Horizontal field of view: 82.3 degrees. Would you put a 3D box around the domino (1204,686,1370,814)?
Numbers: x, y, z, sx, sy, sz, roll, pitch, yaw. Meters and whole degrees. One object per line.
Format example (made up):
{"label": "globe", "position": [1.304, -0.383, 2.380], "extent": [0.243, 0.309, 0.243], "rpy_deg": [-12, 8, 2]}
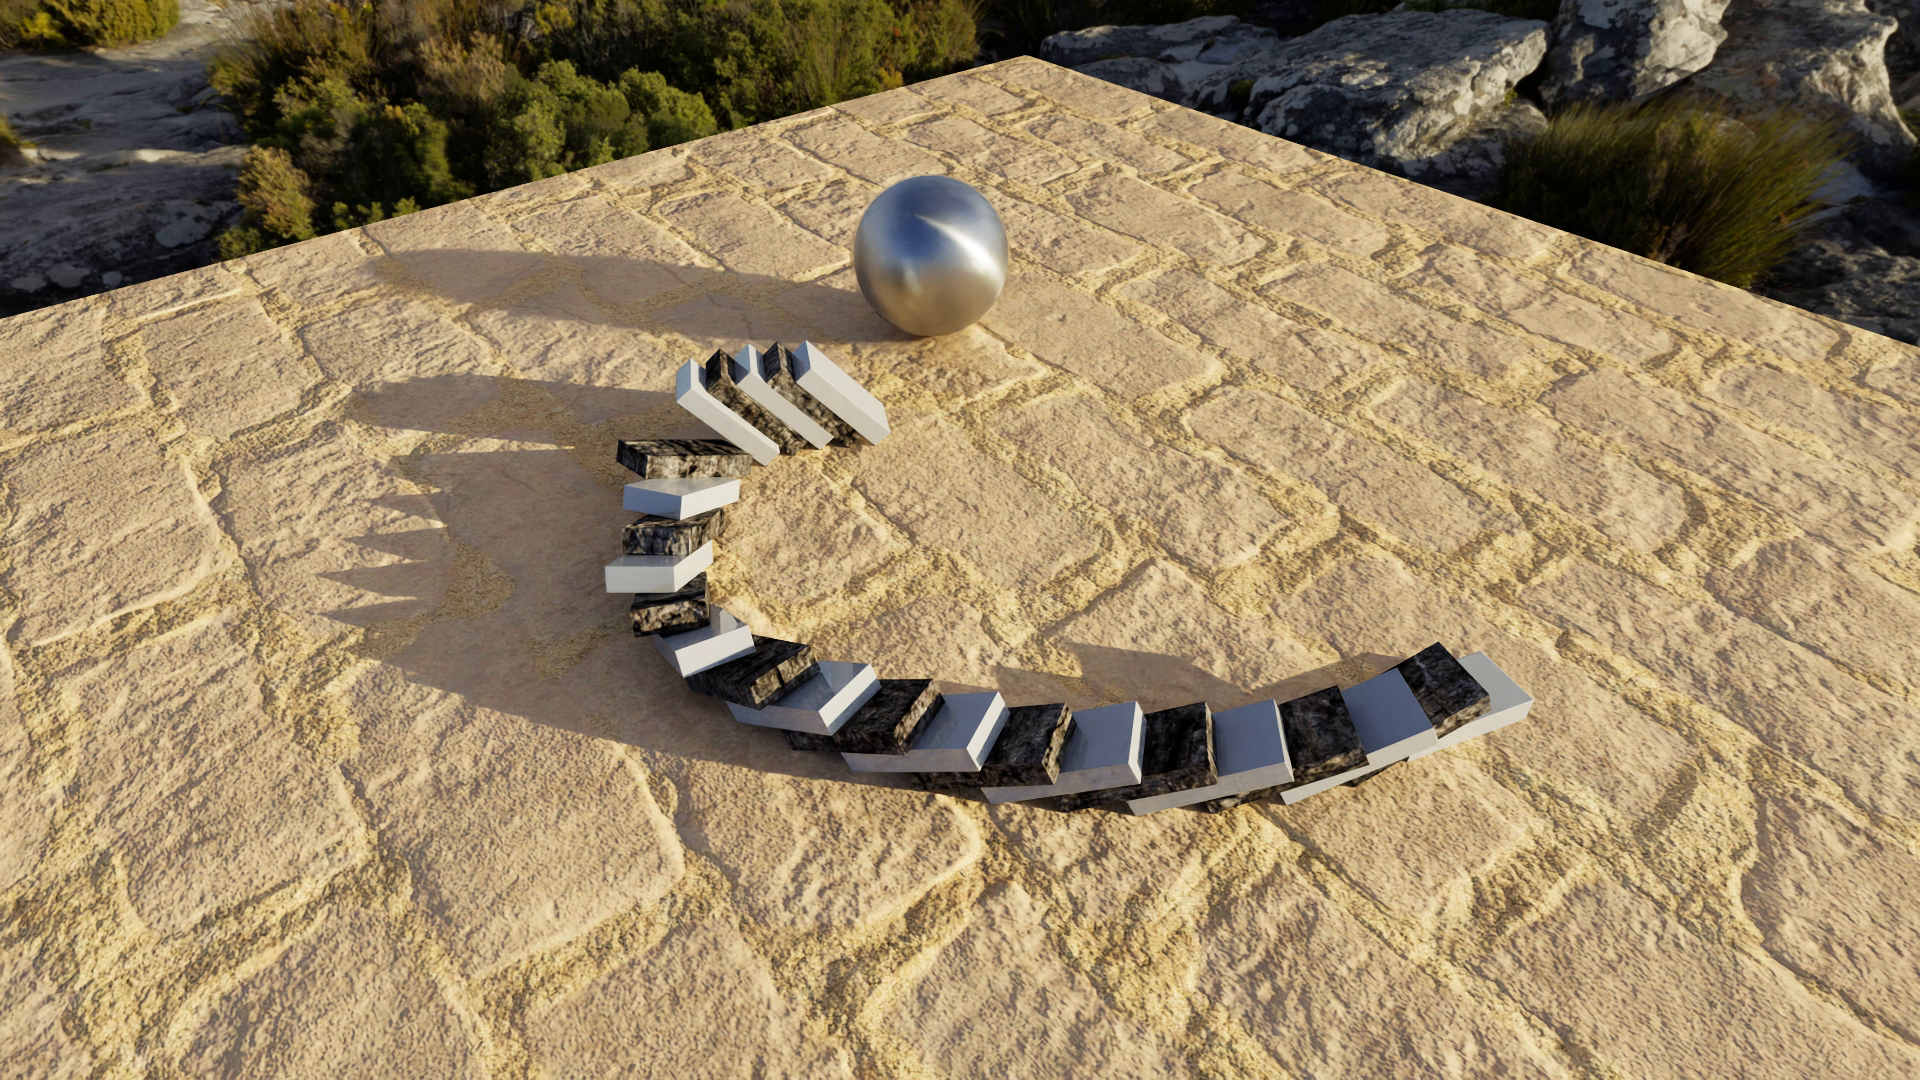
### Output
{"label": "domino", "position": [0.099, 0.066, 0.346], "extent": [0.050, 0.010, 0.025], "rpy_deg": [-22, 37, 15]}

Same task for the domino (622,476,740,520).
{"label": "domino", "position": [-0.113, -0.019, 0.449], "extent": [0.025, 0.010, 0.050], "rpy_deg": [11, 13, 13]}

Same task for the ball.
{"label": "ball", "position": [-0.015, -0.145, 0.565], "extent": [0.080, 0.080, 0.080], "rpy_deg": [0, 39, 0]}

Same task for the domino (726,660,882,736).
{"label": "domino", "position": [-0.052, 0.051, 0.364], "extent": [0.050, 0.009, 0.025], "rpy_deg": [-2, 29, 44]}

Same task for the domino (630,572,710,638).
{"label": "domino", "position": [-0.104, 0.023, 0.398], "extent": [0.025, 0.010, 0.050], "rpy_deg": [-9, 11, -11]}

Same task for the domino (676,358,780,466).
{"label": "domino", "position": [-0.102, -0.056, 0.485], "extent": [0.010, 0.050, 0.025], "rpy_deg": [-39, 37, 18]}

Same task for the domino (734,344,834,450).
{"label": "domino", "position": [-0.079, -0.064, 0.495], "extent": [0.009, 0.050, 0.025], "rpy_deg": [-39, 37, 18]}

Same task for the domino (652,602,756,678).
{"label": "domino", "position": [-0.090, 0.034, 0.383], "extent": [0.025, 0.009, 0.050], "rpy_deg": [-19, 13, -22]}

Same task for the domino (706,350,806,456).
{"label": "domino", "position": [-0.091, -0.061, 0.491], "extent": [0.009, 0.050, 0.025], "rpy_deg": [-39, 37, 18]}

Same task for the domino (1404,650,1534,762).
{"label": "domino", "position": [0.166, 0.056, 0.375], "extent": [0.050, 0.009, 0.025], "rpy_deg": [-14, 41, -17]}

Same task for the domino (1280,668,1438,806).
{"label": "domino", "position": [0.122, 0.062, 0.350], "extent": [0.050, 0.009, 0.025], "rpy_deg": [-26, 39, 11]}

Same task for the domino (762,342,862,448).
{"label": "domino", "position": [-0.066, -0.065, 0.496], "extent": [0.009, 0.050, 0.025], "rpy_deg": [-39, 37, 18]}

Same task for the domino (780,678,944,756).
{"label": "domino", "position": [-0.032, 0.057, 0.357], "extent": [0.050, 0.009, 0.025], "rpy_deg": [-6, 30, 38]}

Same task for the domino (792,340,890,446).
{"label": "domino", "position": [-0.054, -0.066, 0.497], "extent": [0.010, 0.050, 0.025], "rpy_deg": [-39, 37, 18]}

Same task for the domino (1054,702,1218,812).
{"label": "domino", "position": [0.054, 0.068, 0.344], "extent": [0.050, 0.009, 0.025], "rpy_deg": [-17, 34, 22]}

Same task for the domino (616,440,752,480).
{"label": "domino", "position": [-0.117, -0.035, 0.468], "extent": [0.050, 0.009, 0.025], "rpy_deg": [-5, 23, -45]}

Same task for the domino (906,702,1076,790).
{"label": "domino", "position": [0.009, 0.065, 0.347], "extent": [0.050, 0.010, 0.025], "rpy_deg": [-10, 31, 32]}

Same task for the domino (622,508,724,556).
{"label": "domino", "position": [-0.111, -0.004, 0.431], "extent": [0.025, 0.009, 0.050], "rpy_deg": [2, 11, 3]}

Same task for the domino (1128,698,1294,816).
{"label": "domino", "position": [0.076, 0.068, 0.344], "extent": [0.050, 0.010, 0.025], "rpy_deg": [-18, 35, 20]}

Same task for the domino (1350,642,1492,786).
{"label": "domino", "position": [0.143, 0.057, 0.359], "extent": [0.050, 0.009, 0.025], "rpy_deg": [-30, 43, 2]}

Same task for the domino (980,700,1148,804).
{"label": "domino", "position": [0.032, 0.067, 0.345], "extent": [0.050, 0.009, 0.025], "rpy_deg": [-15, 33, 26]}

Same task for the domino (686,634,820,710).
{"label": "domino", "position": [-0.072, 0.044, 0.373], "extent": [0.025, 0.010, 0.050], "rpy_deg": [-33, 21, -33]}

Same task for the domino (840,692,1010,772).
{"label": "domino", "position": [-0.011, 0.062, 0.351], "extent": [0.050, 0.010, 0.025], "rpy_deg": [-9, 31, 34]}

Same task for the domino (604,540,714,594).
{"label": "domino", "position": [-0.112, 0.009, 0.414], "extent": [0.025, 0.009, 0.050], "rpy_deg": [0, 11, 3]}
